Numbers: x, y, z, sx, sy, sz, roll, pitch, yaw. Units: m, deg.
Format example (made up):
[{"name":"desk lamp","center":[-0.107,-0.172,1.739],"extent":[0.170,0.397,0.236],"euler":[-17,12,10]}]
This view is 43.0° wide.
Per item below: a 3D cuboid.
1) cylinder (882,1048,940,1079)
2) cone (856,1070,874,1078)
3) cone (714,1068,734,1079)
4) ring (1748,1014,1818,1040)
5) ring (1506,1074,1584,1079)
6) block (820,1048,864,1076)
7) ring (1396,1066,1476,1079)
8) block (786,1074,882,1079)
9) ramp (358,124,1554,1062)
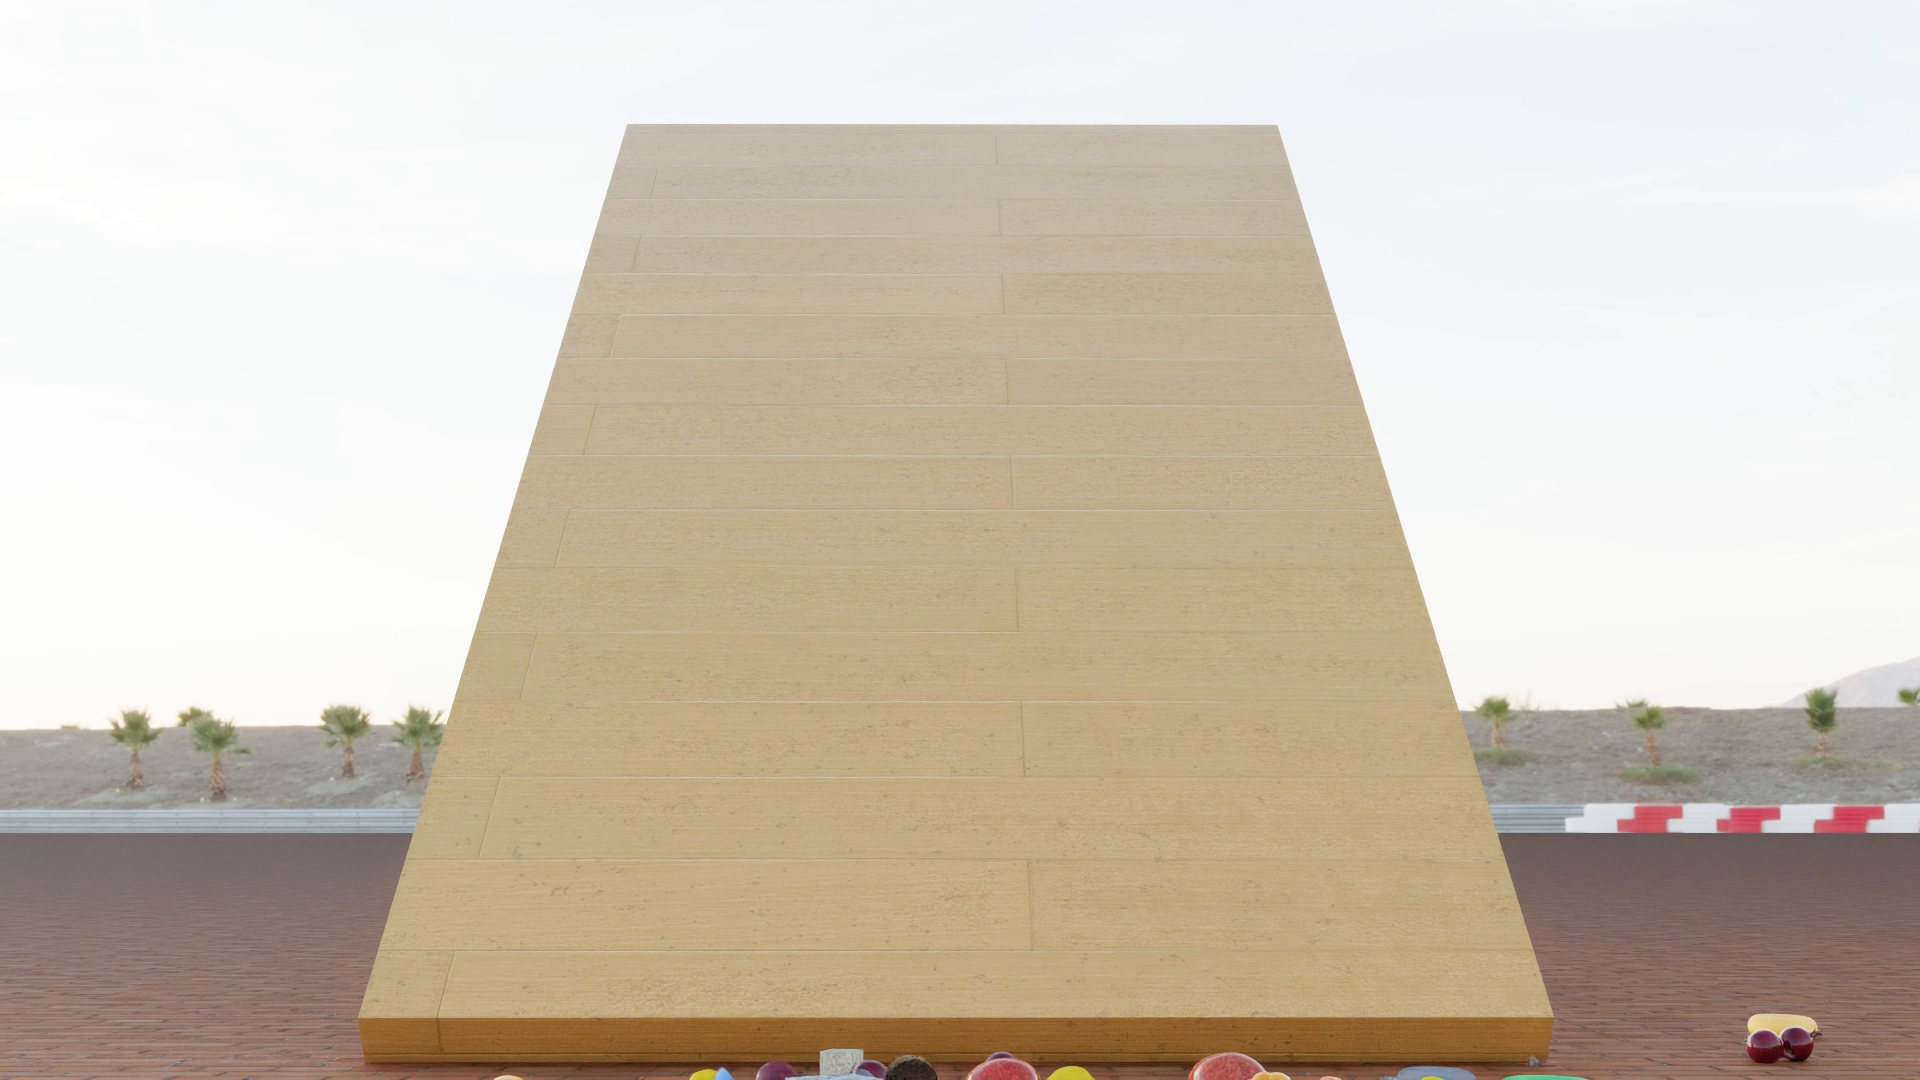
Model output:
[{"name":"cylinder","center":[-0.068,0.768,3.447],"extent":[0.072,0.072,0.072],"euler":[2,11,-15]},{"name":"cone","center":[-0.152,0.779,3.365],"extent":[0.071,0.071,0.071],"euler":[-32,-19,21]},{"name":"cone","center":[-0.344,0.779,3.366],"extent":[0.071,0.071,0.071],"euler":[-26,5,-24]},{"name":"ring","center":[1.550,0.918,4.589],"extent":[0.126,0.042,0.126],"euler":[1,-6,0]},{"name":"ring","center":[0.820,0.775,3.396],"extent":[0.144,0.048,0.144],"euler":[1,-8,0]},{"name":"block","center":[-0.183,0.815,3.762],"extent":[0.052,0.052,0.052],"euler":[-2,-7,17]},{"name":"ring","center":[0.705,0.803,3.605],"extent":[0.120,0.040,0.120],"euler":[1,-7,0]},{"name":"block","center":[-0.148,0.696,2.929],"extent":[0.094,0.094,0.094],"euler":[4,-8,-30]},{"name":"ramp","center":[-0.014,-0.198,5.805],"extent":[2.000,0.100,4.000],"euler":[0,31,0]}]
